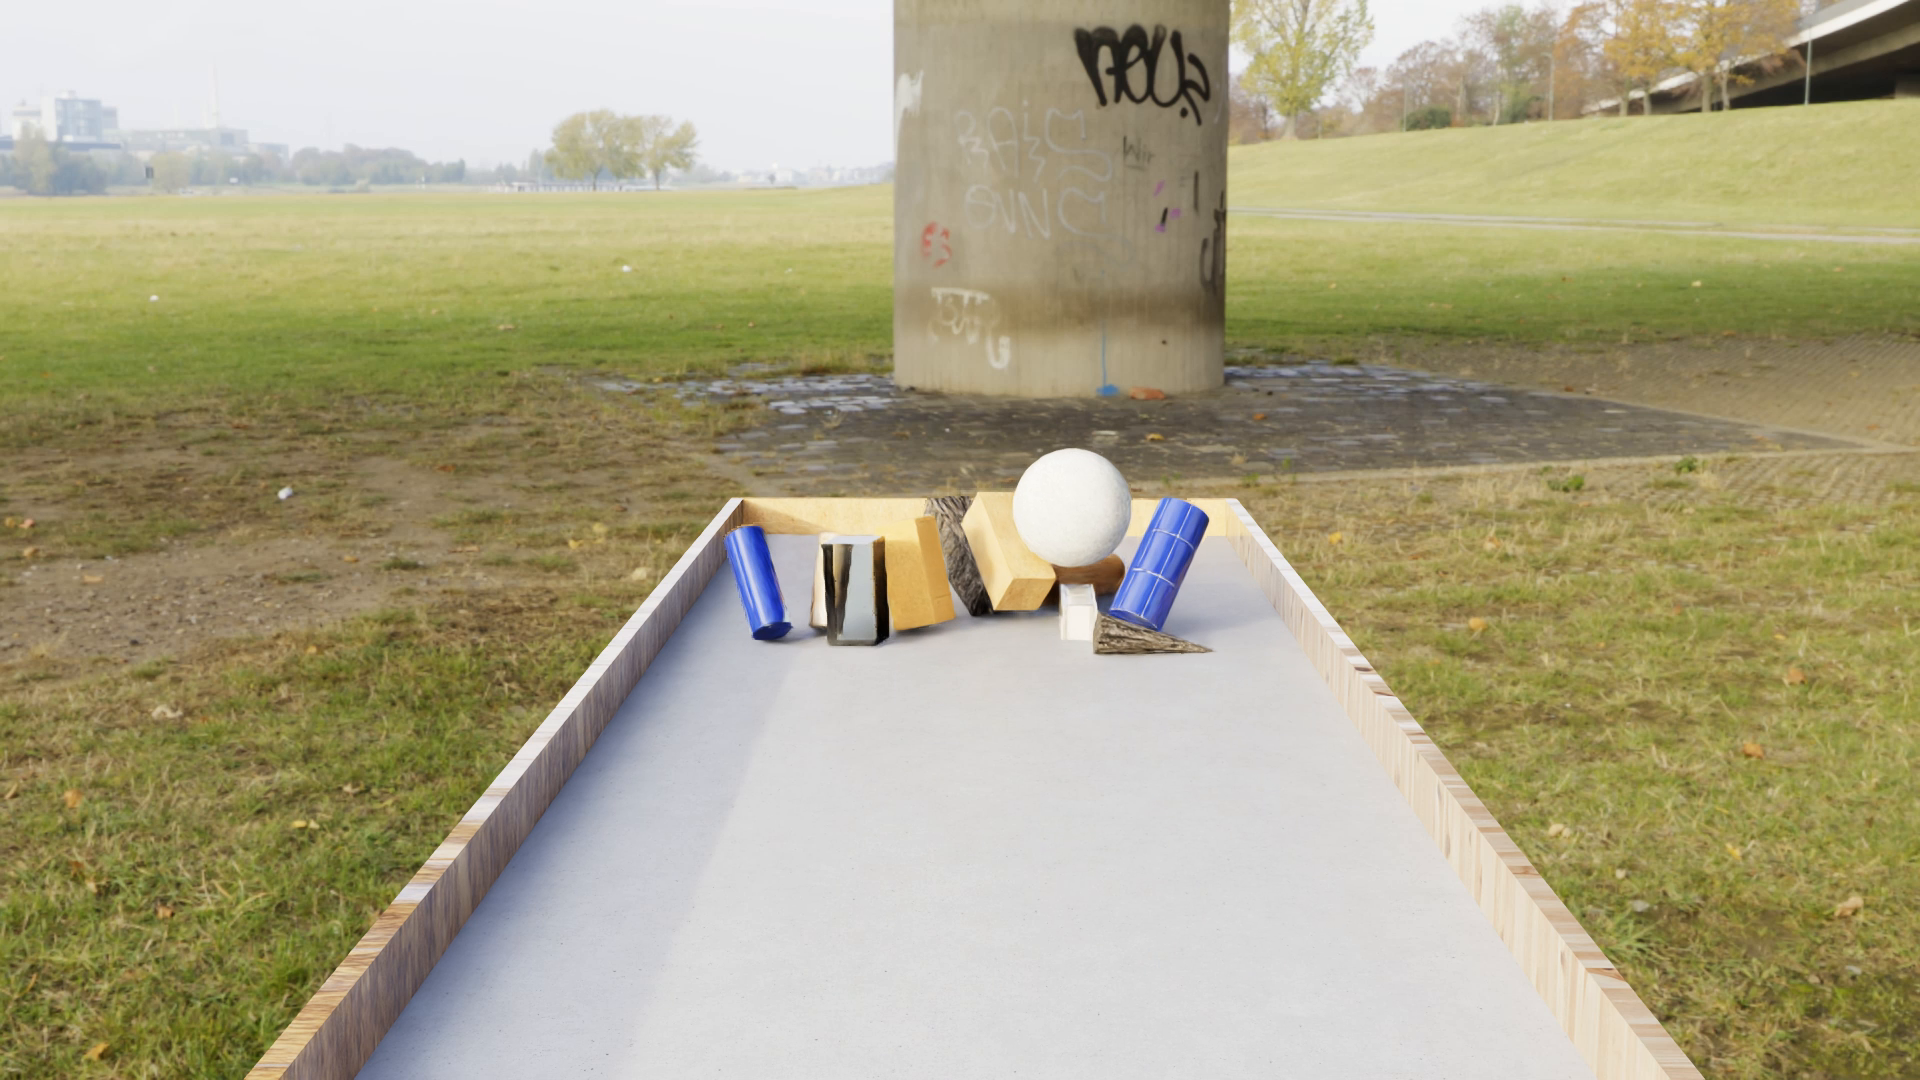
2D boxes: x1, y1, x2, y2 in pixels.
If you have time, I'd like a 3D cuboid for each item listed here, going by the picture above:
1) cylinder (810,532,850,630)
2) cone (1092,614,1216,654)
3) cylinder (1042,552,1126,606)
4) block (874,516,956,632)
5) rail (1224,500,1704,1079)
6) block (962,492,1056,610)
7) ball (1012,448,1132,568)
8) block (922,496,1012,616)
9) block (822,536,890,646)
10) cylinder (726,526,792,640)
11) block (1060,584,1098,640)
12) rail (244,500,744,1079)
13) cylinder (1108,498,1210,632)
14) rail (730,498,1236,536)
[{"bbox_3d":[-0.408,0.136,7.112,0.123,0.302,0.123,6,-8,1],"label":"cylinder"},{"bbox_3d":[0.612,0.318,6.797,0.388,0.129,0.129,9,8,-6],"label":"cone"},{"bbox_3d":[0.413,0.135,7.683,0.332,0.147,0.147,-9,12,-42],"label":"cylinder"},{"bbox_3d":[-0.146,0.107,7.129,0.150,0.343,0.150,-12,0,25],"label":"block"},{"bbox_3d":[1.046,0.843,3.208,0.050,0.150,12.000,0,9,1],"label":"rail"},{"bbox_3d":[0.160,0.035,7.311,0.163,0.163,0.371,0,51,-27],"label":"block"},{"bbox_3d":[0.365,-0.104,7.147,0.387,0.387,0.387,0,9,0],"label":"ball"},{"bbox_3d":[0.034,0.051,7.520,0.159,0.159,0.432,-5,43,-31],"label":"block"},{"bbox_3d":[-0.327,0.160,6.938,0.157,0.325,0.157,-1,8,15],"label":"block"},{"bbox_3d":[-0.642,0.138,7.014,0.126,0.350,0.126,-15,-25,-7],"label":"cylinder"},{"bbox_3d":[0.384,0.234,7.179,0.111,0.111,0.400,0,9,1],"label":"block"},{"bbox_3d":[-1.004,0.839,3.234,0.050,0.150,12.000,0,9,1],"label":"rail"},{"bbox_3d":[0.639,0.088,7.054,0.177,0.420,0.177,23,-20,9],"label":"cylinder"},{"bbox_3d":[0.099,-0.098,9.147,2.100,0.150,0.050,0,9,1],"label":"rail"}]
